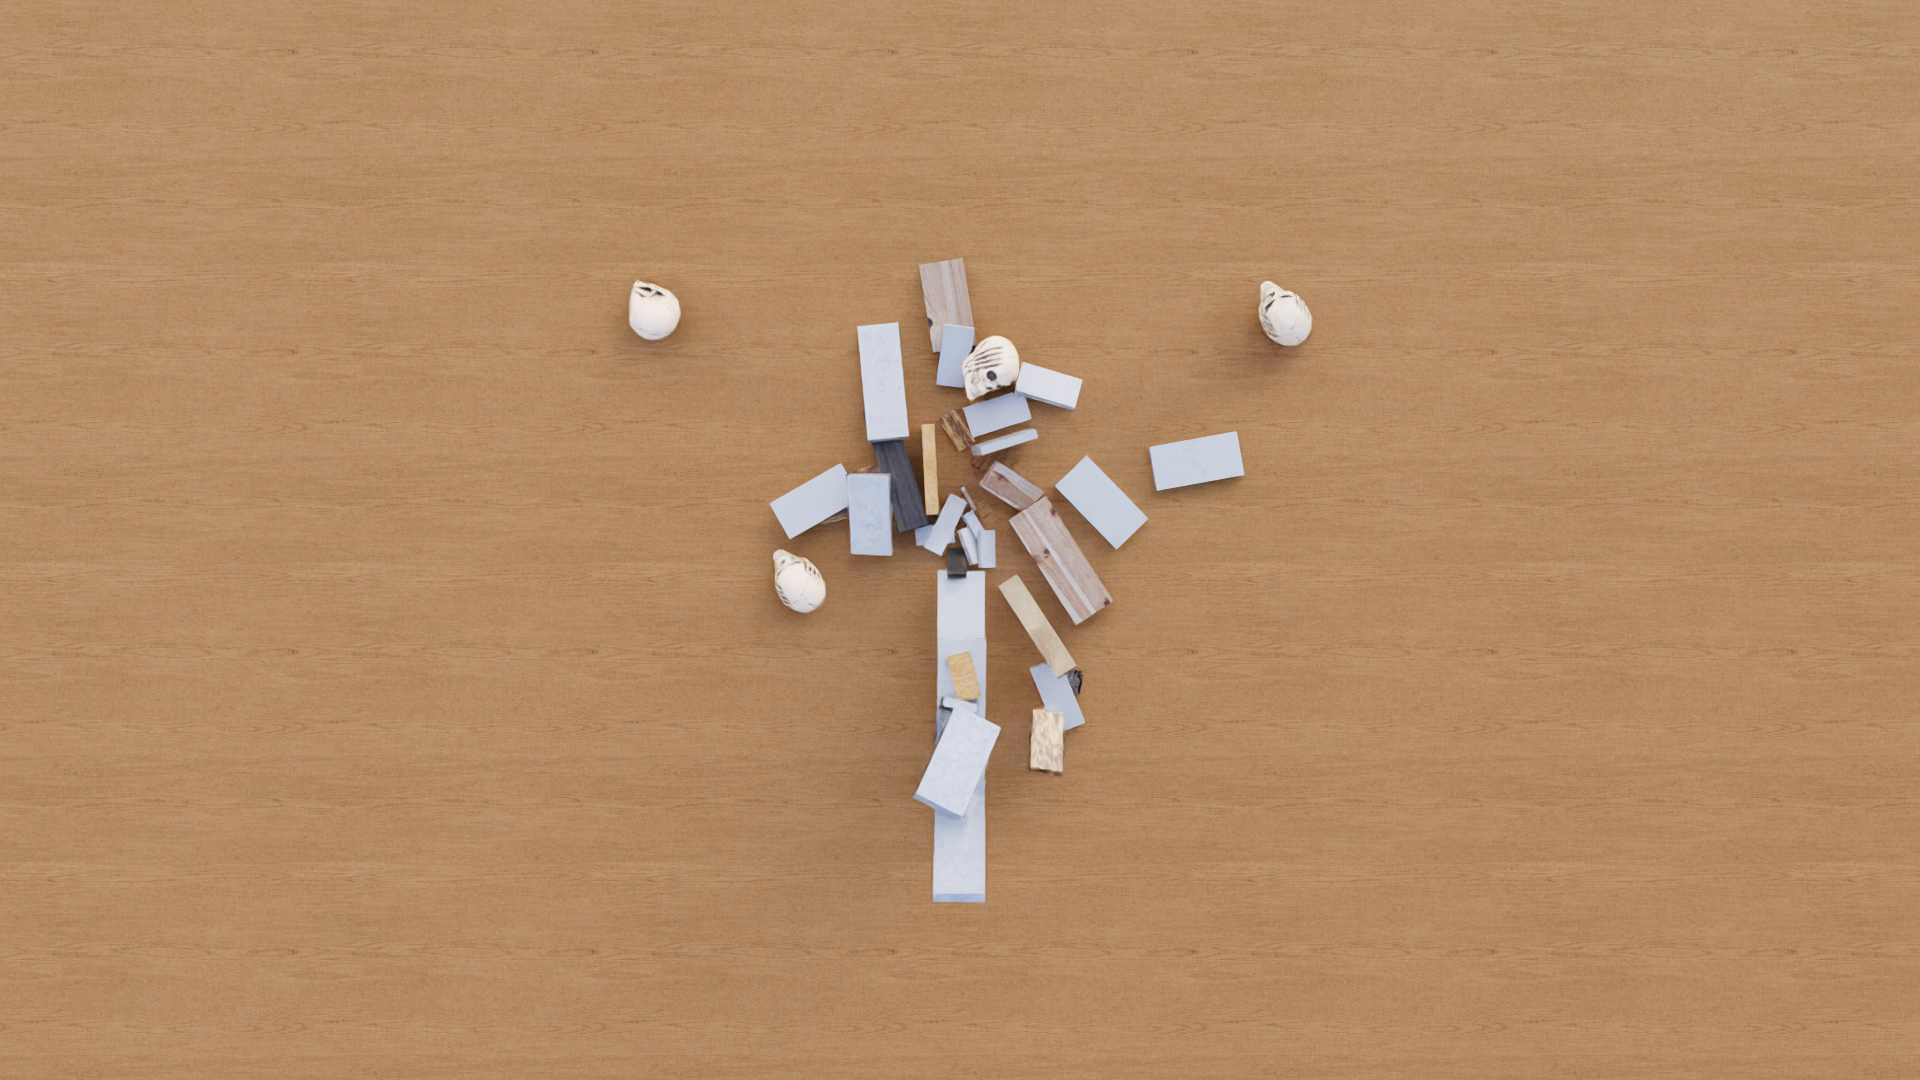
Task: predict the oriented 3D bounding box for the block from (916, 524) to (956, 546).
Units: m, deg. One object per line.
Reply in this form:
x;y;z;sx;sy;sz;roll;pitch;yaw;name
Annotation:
-0.083;-0.018;5.491;0.130;0.018;0.065;-5;90;0;block

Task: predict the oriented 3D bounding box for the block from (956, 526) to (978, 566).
0.038;0.018;5.473;0.062;0.018;0.124;-21;90;-42;block

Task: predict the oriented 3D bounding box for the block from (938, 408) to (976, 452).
-0.010;-0.364;5.477;0.065;0.018;0.130;-32;90;28;block

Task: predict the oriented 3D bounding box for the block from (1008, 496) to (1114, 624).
0.332;0.067;5.448;0.147;0.042;0.412;-33;91;0;block

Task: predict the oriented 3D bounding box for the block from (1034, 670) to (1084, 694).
0.329;0.462;5.489;0.152;0.022;0.076;11;90;0;block

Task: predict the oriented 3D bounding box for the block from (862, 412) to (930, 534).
-0.212;-0.235;5.438;0.100;0.028;0.424;-17;80;-2;block

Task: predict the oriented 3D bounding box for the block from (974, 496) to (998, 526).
0.086;-0.095;5.493;0.046;0.013;0.092;-30;90;0;block

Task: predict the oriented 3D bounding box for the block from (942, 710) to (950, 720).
0.006;0.570;5.259;0.107;0.213;0.030;12;84;-3;block

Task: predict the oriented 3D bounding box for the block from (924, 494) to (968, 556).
-0.047;-0.051;5.472;0.065;0.018;0.199;26;89;1;block

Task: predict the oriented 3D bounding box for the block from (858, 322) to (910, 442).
-0.253;-0.521;5.452;0.135;0.038;0.387;-6;81;0;block

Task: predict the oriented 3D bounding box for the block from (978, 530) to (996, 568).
0.088;0.030;5.474;0.062;0.018;0.124;-1;90;-39;block

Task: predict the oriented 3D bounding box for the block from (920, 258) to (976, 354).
-0.040;-0.777;5.479;0.147;0.042;0.293;-9;90;0;block

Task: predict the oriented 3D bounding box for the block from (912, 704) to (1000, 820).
-0.008;0.681;5.062;0.158;0.045;0.316;27;62;-3;block

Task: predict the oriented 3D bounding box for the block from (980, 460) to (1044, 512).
0.171;-0.172;5.443;0.195;0.028;0.098;32;100;-22;block

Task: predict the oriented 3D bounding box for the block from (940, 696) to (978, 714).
-0.006;0.530;5.256;0.107;0.213;0.030;15;82;-1;block

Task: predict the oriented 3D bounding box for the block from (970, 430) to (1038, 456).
0.145;-0.321;5.423;0.201;0.100;0.028;-18;98;-16;block

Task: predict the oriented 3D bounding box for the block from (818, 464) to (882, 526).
-0.345;-0.156;5.479;0.293;0.042;0.147;-15;90;0;block

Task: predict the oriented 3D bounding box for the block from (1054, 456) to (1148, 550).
0.469;-0.125;5.479;0.147;0.042;0.293;-44;90;0;block

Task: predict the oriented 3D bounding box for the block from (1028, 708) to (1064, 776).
0.282;0.659;5.381;0.107;0.030;0.213;11;55;-9;block

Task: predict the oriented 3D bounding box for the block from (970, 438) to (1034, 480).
0.139;-0.244;5.486;0.195;0.028;0.098;34;90;0;block

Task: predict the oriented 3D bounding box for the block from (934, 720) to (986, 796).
-0.002;0.689;5.227;0.158;0.316;0.045;10;116;-4;block

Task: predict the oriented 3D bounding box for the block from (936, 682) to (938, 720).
0.002;0.442;5.458;0.155;0.044;0.311;0;82;0;block

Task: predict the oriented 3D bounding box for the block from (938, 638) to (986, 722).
0.005;0.476;5.381;0.155;0.044;0.311;1;96;0;block

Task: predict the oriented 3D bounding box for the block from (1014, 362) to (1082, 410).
0.292;-0.510;5.468;0.207;0.029;0.104;17;73;-2;block

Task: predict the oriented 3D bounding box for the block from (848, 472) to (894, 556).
-0.292;-0.085;5.400;0.135;0.038;0.270;2;111;10;block

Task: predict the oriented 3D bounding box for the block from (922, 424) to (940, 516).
-0.097;-0.229;5.427;0.042;0.147;0.293;-3;90;0;block

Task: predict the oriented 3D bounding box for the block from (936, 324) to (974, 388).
-0.016;-0.608;5.451;0.100;0.028;0.201;7;108;-5;block

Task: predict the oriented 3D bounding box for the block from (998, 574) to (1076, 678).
0.255;0.284;5.445;0.076;0.022;0.365;-33;76;0;block

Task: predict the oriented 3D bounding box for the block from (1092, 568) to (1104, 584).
0.384;0.099;5.486;0.098;0.028;0.195;-36;90;0;block

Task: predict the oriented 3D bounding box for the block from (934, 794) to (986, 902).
-0.001;0.847;5.252;0.158;0.045;0.670;0;46;0;block

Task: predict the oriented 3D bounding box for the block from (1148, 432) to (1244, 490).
0.784;-0.262;5.479;0.293;0.042;0.147;-10;90;0;block

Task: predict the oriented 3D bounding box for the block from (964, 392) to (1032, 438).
0.124;-0.420;5.485;0.207;0.029;0.103;-17;90;0;block

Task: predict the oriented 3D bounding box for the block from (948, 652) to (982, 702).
0.014;0.443;5.344;0.076;0.022;0.152;-14;96;1;block

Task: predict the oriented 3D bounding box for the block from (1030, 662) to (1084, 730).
0.323;0.514;5.466;0.103;0.029;0.237;-22;97;5;block

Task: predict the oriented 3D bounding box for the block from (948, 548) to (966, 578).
-0.010;0.075;5.449;0.062;0.124;0.018;1;134;0;block

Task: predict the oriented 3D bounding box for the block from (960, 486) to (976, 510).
0.027;-0.138;5.477;0.013;0.046;0.092;-30;90;-2;block

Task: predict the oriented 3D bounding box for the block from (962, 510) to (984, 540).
0.046;-0.050;5.479;0.046;0.013;0.092;-33;93;-39;block

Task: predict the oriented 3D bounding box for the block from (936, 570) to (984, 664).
0.003;0.257;5.438;0.155;0.044;0.311;0;82;0;block

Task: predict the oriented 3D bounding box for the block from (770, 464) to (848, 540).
-0.476;-0.128;5.439;0.270;0.038;0.135;-30;90;0;block
